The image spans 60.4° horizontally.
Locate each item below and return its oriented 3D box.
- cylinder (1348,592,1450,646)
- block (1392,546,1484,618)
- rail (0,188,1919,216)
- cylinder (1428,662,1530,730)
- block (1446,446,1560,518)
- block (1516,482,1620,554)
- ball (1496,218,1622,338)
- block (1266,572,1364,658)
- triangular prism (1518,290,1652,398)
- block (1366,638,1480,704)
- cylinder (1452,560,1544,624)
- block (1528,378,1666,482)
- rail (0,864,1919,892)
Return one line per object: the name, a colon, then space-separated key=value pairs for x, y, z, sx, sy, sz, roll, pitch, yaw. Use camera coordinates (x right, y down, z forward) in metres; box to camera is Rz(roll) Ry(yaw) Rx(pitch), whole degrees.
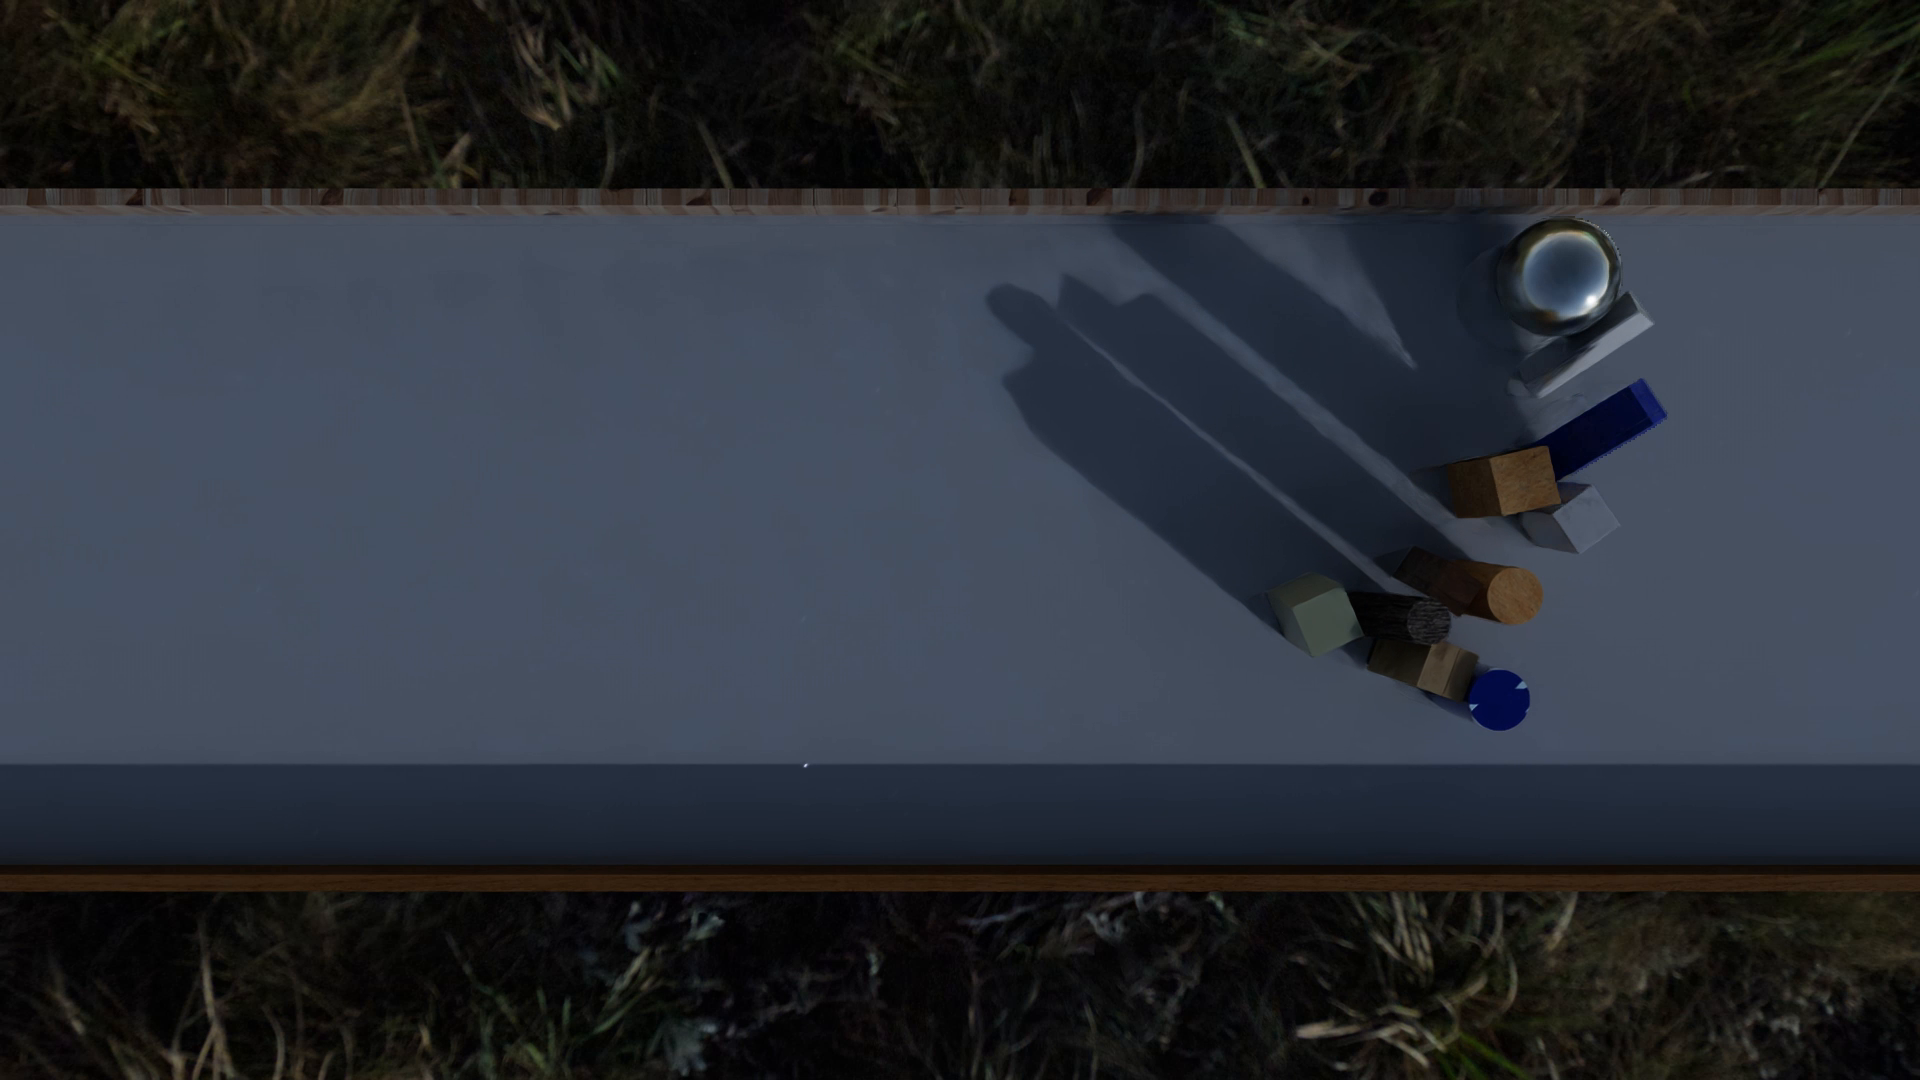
cylinder: x=1.266 y=0.227 z=4.843 sx=0.133 sy=0.449 sz=0.133 roll=0 pitch=91 yaw=-12
block: x=1.403 y=0.119 z=4.864 sx=0.116 sy=0.411 sz=0.116 roll=34 pitch=96 yaw=-2
rail: x=-2.247 y=-1.025 z=5.002 sx=12.000 sy=0.150 sz=0.050 roll=0 pitch=90 yaw=0
cylinder: x=1.525 y=0.449 z=4.875 sx=0.174 sy=0.395 sz=0.174 roll=0 pitch=92 yaw=-2
block: x=1.594 y=-0.167 z=4.864 sx=0.169 sy=0.424 sz=0.169 roll=-13 pitch=90 yaw=0
block: x=1.800 y=-0.070 z=4.917 sx=0.145 sy=0.307 sz=0.145 roll=-36 pitch=95 yaw=0
ball: x=1.768 y=-0.775 z=4.877 sx=0.348 sy=0.348 sz=0.348 roll=0 pitch=90 yaw=0
block: x=1.053 y=0.218 z=4.909 sx=0.162 sy=0.319 sz=0.162 roll=-24 pitch=97 yaw=0
triangular prism: x=1.862 y=-0.575 z=4.932 sx=0.383 sy=0.106 sz=0.123 roll=-37 pitch=86 yaw=29
block: x=1.365 y=0.363 z=4.881 sx=0.147 sy=0.374 sz=0.147 roll=21 pitch=90 yaw=-8
cylinder: x=1.561 y=0.151 z=4.875 sx=0.164 sy=0.391 sz=0.164 roll=0 pitch=92 yaw=-4
block: x=1.885 y=-0.319 z=4.901 sx=0.361 sy=0.131 sz=0.131 roll=-38 pitch=80 yaw=40
rail: x=-2.247 y=1.025 z=5.001 sx=12.000 sy=0.150 sz=0.050 roll=0 pitch=90 yaw=0
